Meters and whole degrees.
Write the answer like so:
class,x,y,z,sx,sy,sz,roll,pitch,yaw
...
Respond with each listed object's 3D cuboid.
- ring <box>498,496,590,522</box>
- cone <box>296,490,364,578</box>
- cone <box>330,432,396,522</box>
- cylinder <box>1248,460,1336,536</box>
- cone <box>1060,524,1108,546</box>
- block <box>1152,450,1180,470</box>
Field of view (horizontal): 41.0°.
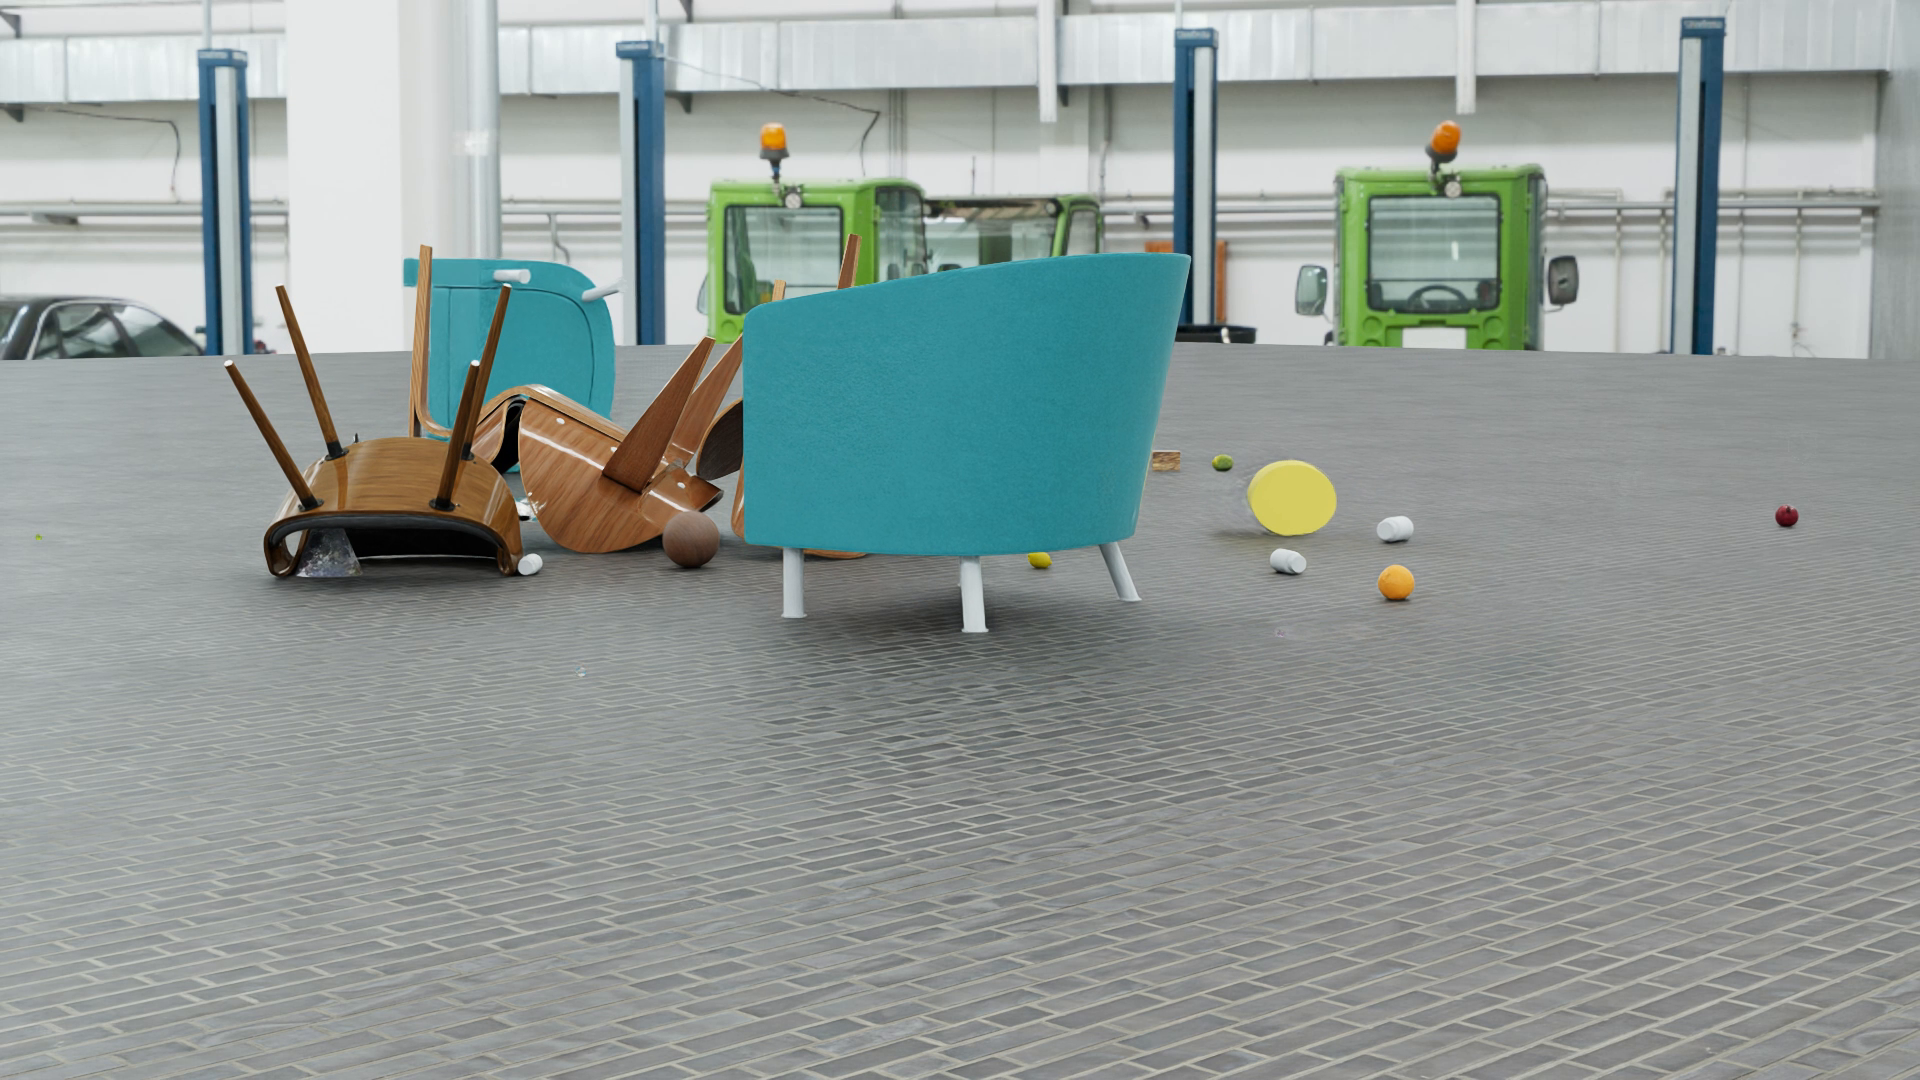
class,x,y,z,sx,sy,sz,roll,pitch,yaw
ring,-1.132,-0.084,6.984,0.250,0.051,0.256,5,9,38
cone,-1.398,-0.017,5.675,0.157,0.185,0.133,3,6,23
cone,-1.645,-0.179,7.005,0.206,0.235,0.250,-1,6,-6
cylinder,0.850,-0.109,6.582,0.213,0.181,0.160,0,6,3
cone,0.300,-0.001,6.294,0.121,0.062,0.050,1,38,16
block,0.700,-0.270,8.720,0.092,0.064,0.063,0,6,2
